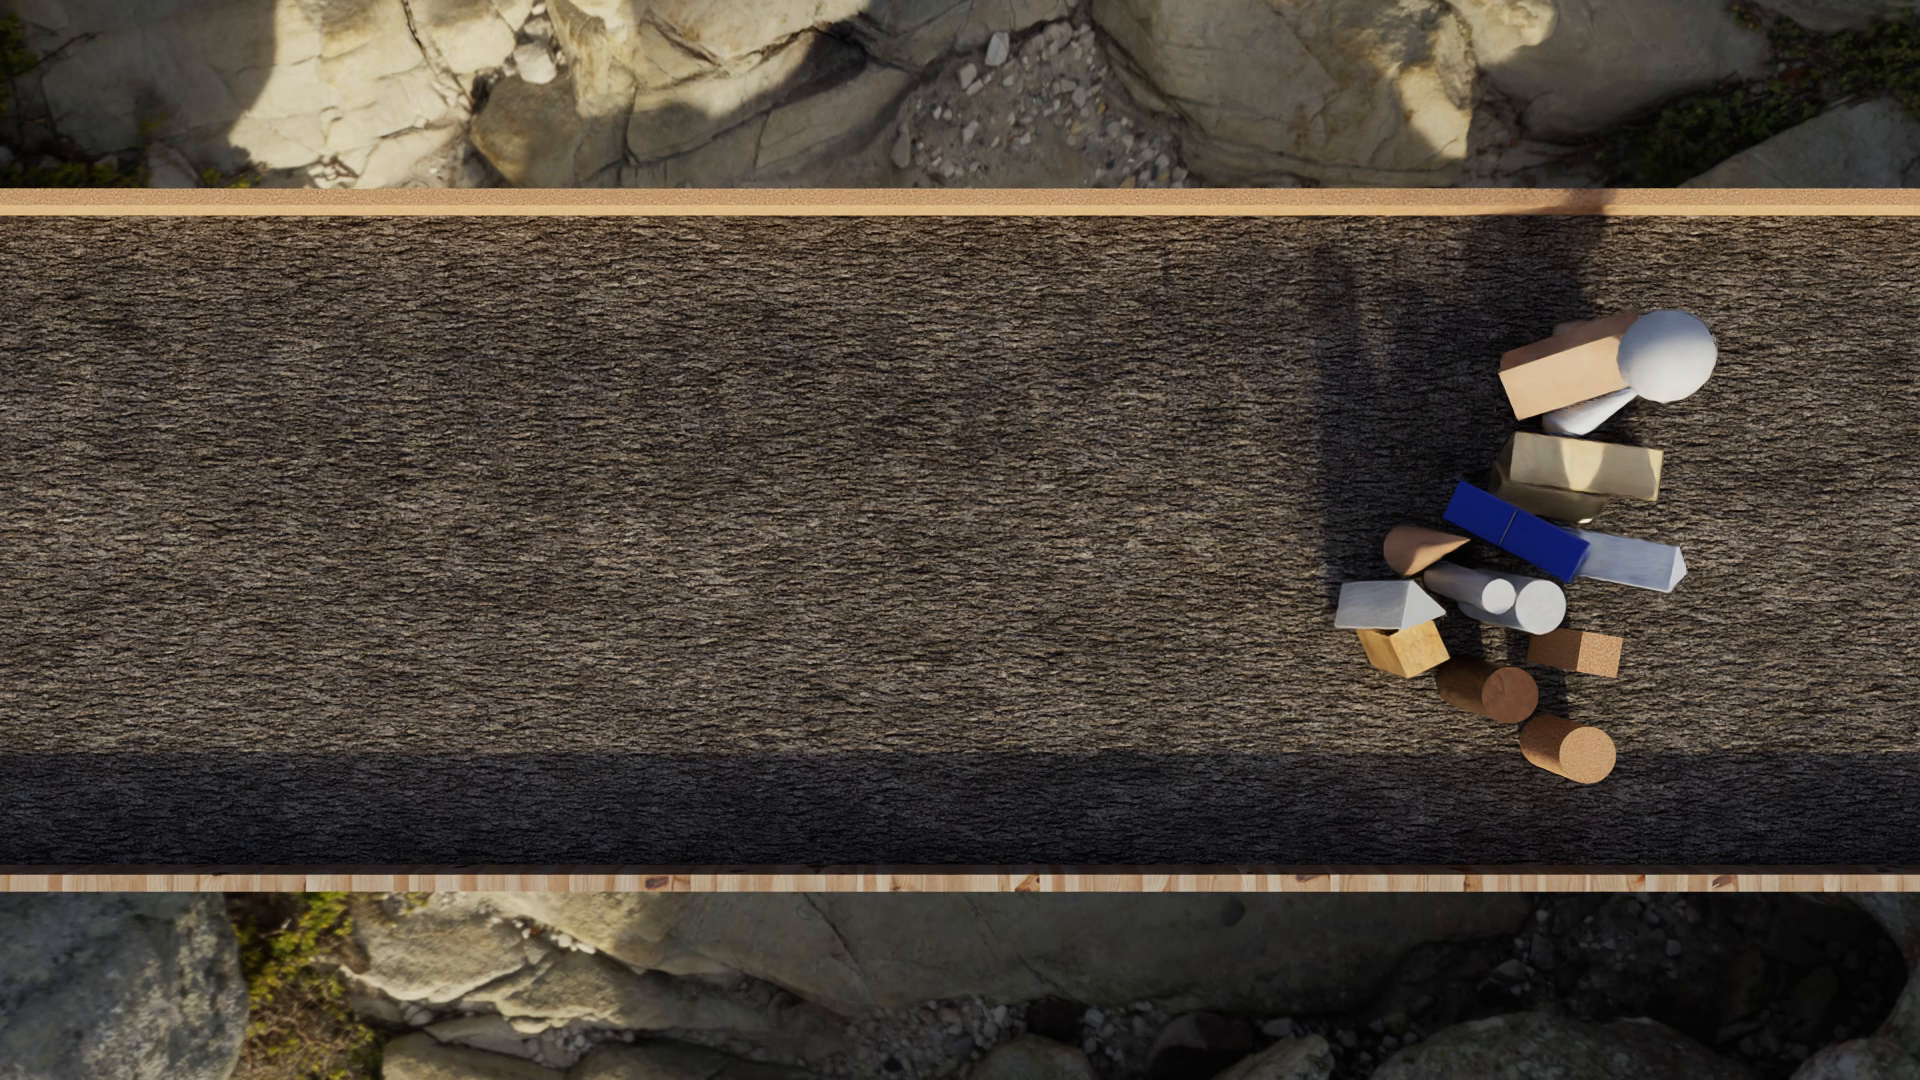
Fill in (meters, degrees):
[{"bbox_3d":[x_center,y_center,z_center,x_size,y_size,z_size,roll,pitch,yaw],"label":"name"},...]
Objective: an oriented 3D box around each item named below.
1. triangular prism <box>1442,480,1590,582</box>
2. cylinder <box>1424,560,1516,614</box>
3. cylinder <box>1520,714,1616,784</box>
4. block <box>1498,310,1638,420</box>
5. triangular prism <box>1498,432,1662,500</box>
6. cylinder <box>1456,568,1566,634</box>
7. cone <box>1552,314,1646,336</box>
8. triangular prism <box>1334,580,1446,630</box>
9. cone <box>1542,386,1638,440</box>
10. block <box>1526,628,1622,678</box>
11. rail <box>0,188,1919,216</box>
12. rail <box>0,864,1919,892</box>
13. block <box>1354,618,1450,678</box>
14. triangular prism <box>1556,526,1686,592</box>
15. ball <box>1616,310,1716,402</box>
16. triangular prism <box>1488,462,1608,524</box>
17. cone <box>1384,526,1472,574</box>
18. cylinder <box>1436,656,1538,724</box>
[{"bbox_3d":[1.665,-0.047,4.911,0.414,0.114,0.132,31,56,26],"label":"triangular prism"},{"bbox_3d":[1.503,0.136,4.881,0.102,0.378,0.102,-1,98,-9],"label":"cylinder"},{"bbox_3d":[1.805,0.619,4.909,0.164,0.335,0.164,0,90,0],"label":"cylinder"},{"bbox_3d":[1.826,-0.517,4.889,0.396,0.163,0.163,-18,109,29],"label":"block"},{"bbox_3d":[1.879,-0.242,4.979,0.447,0.152,0.132,7,121,0],"label":"triangular prism"},{"bbox_3d":[1.626,0.178,4.887,0.157,0.355,0.157,-1,94,-11],"label":"cylinder"},{"bbox_3d":[1.959,-0.630,4.914,0.339,0.133,0.133,-16,90,41],"label":"cone"},{"bbox_3d":[1.236,0.178,4.837,0.139,0.459,0.121,-19,91,-11],"label":"triangular prism"},{"bbox_3d":[1.915,-0.405,4.875,0.143,0.386,0.143,9,69,-24],"label":"cone"},{"bbox_3d":[1.810,0.325,4.871,0.115,0.410,0.115,10,90,0],"label":"block"},{"bbox_3d":[-2.247,-1.025,5.002,12.000,0.150,0.050,0,90,0],"label":"rail"},{"bbox_3d":[-2.247,1.025,5.001,12.000,0.150,0.050,0,90,0],"label":"rail"},{"bbox_3d":[1.304,0.301,4.887,0.134,0.373,0.134,-25,92,-1],"label":"block"},{"bbox_3d":[1.932,0.037,4.885,0.135,0.380,0.117,-33,123,-38],"label":"triangular prism"},{"bbox_3d":[1.964,-0.511,4.588,0.255,0.255,0.255,0,90,0],"label":"ball"},{"bbox_3d":[1.788,-0.147,5.013,0.323,0.120,0.139,10,90,0],"label":"triangular prism"},{"bbox_3d":[1.406,0.014,4.852,0.153,0.428,0.153,1,85,-9],"label":"cone"},{"bbox_3d":[1.544,0.436,4.853,0.159,0.447,0.159,0,90,0],"label":"cylinder"}]
